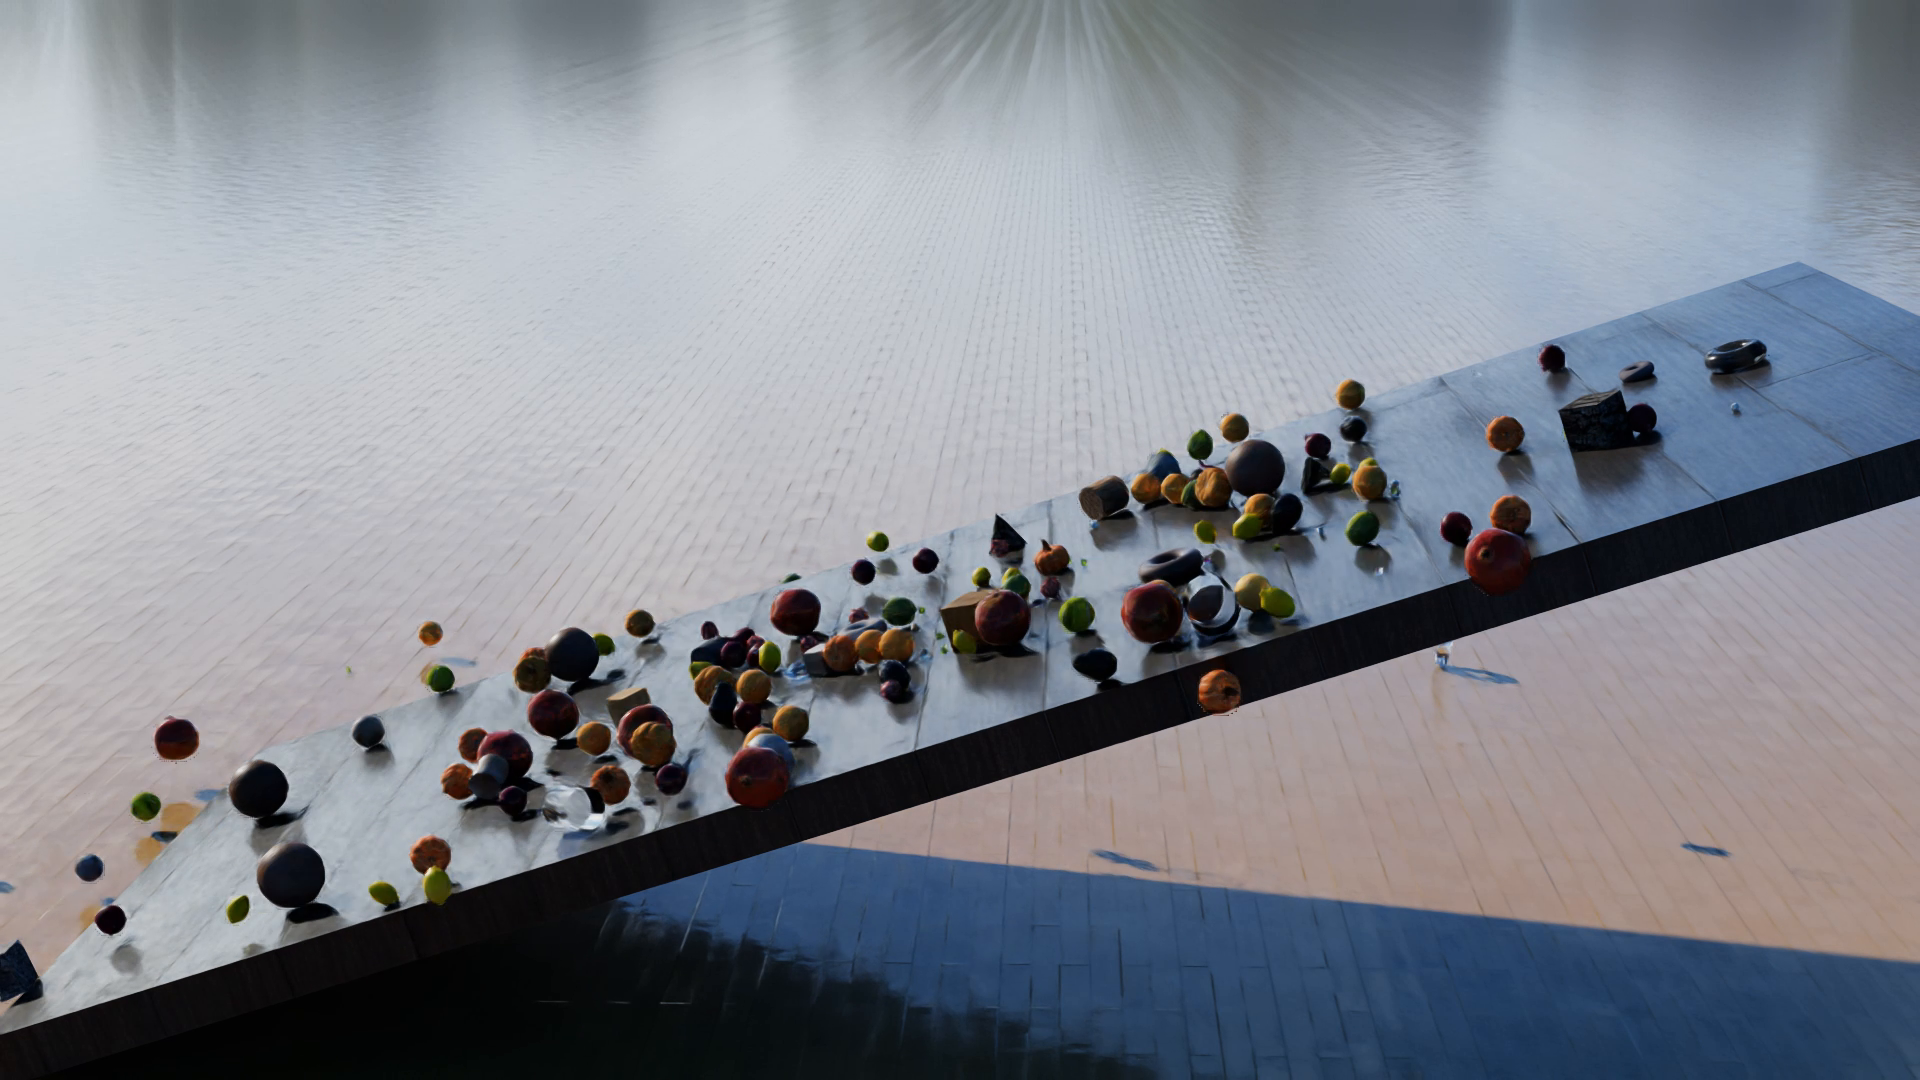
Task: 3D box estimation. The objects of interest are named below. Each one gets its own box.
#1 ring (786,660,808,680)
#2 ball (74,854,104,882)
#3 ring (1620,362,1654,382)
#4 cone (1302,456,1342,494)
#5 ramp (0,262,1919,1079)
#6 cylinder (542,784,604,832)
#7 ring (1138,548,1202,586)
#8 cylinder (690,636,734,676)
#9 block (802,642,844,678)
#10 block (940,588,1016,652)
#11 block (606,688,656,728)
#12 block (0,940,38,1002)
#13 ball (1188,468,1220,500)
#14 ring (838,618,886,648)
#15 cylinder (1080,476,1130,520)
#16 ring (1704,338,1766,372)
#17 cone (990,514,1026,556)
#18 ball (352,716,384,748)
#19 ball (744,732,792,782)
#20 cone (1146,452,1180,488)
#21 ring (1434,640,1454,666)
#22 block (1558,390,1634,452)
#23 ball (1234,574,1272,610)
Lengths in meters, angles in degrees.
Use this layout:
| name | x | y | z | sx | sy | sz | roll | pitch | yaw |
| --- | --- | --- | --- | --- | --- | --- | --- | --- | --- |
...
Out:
| name | x | y | z | sx | sy | sz | roll | pitch | yaw |
| --- | --- | --- | --- | --- | --- | --- | --- | --- | --- |
| ring | -0.333 | 0.273 | 6.247 | 0.080 | 0.027 | 0.080 | -18 | 12 | 4 |
| ball | -1.967 | 0.740 | 6.642 | 0.062 | 0.062 | 0.062 | 0 | 12 | 0 |
| ring | 1.473 | -0.366 | 6.400 | 0.078 | 0.026 | 0.078 | -22 | 12 | 5 |
| cone | 0.790 | -0.135 | 6.365 | 0.083 | 0.083 | 0.083 | 8 | 11 | -5 |
| ramp | 0.104 | 0.182 | 6.308 | 4.000 | 0.100 | 2.000 | -18 | 11 | 6 |
| cylinder | -0.732 | 0.508 | 5.568 | 0.085 | 0.085 | 0.085 | -9 | 5 | -38 |
| ring | 0.429 | 0.055 | 5.998 | 0.137 | 0.046 | 0.137 | -18 | 12 | 4 |
| cylinder | -0.554 | 0.259 | 6.581 | 0.069 | 0.069 | 0.069 | 7 | 22 | 29 |
| block | -0.290 | 0.253 | 6.198 | 0.054 | 0.054 | 0.054 | -8 | 15 | 44 |
| block | 0.036 | 0.163 | 5.982 | 0.096 | 0.096 | 0.096 | -10 | 14 | 40 |
| block | -0.709 | 0.362 | 6.332 | 0.067 | 0.067 | 0.067 | -26 | 13 | -35 |
| block | -1.892 | 0.857 | 5.808 | 0.088 | 0.088 | 0.088 | -23 | 10 | 5 |
| ball | 0.551 | -0.127 | 6.647 | 0.070 | 0.070 | 0.070 | 0 | 12 | 0 |
| ring | -0.213 | 0.202 | 6.377 | 0.112 | 0.037 | 0.112 | -17 | 11 | 3 |
| cylinder | 0.335 | -0.098 | 6.828 | 0.082 | 0.082 | 0.082 | -26 | 25 | -33 |
| ring | 1.633 | -0.388 | 6.191 | 0.131 | 0.044 | 0.131 | -18 | 12 | 4 |
| cone | 0.097 | -0.022 | 6.836 | 0.090 | 0.090 | 0.090 | -18 | 11 | 3 |
| ball | -1.415 | 0.457 | 7.028 | 0.078 | 0.078 | 0.078 | 0 | 12 | 0 |
| ball | -0.356 | 0.403 | 5.455 | 0.090 | 0.090 | 0.090 | 0 | 12 | 0 |
| cone | 0.457 | -0.155 | 6.863 | 0.087 | 0.087 | 0.087 | 6 | 13 | 26 |
| ring | 1.427 | 0.317 | 8.673 | 0.039 | 0.118 | 0.118 | 13 | 15 | 13 |
| block | 1.276 | -0.238 | 5.904 | 0.092 | 0.092 | 0.092 | -7 | 16 | 47 |
| ball | 0.550 | 0.098 | 5.506 | 0.070 | 0.070 | 0.070 | 0 | 12 | 0 |
